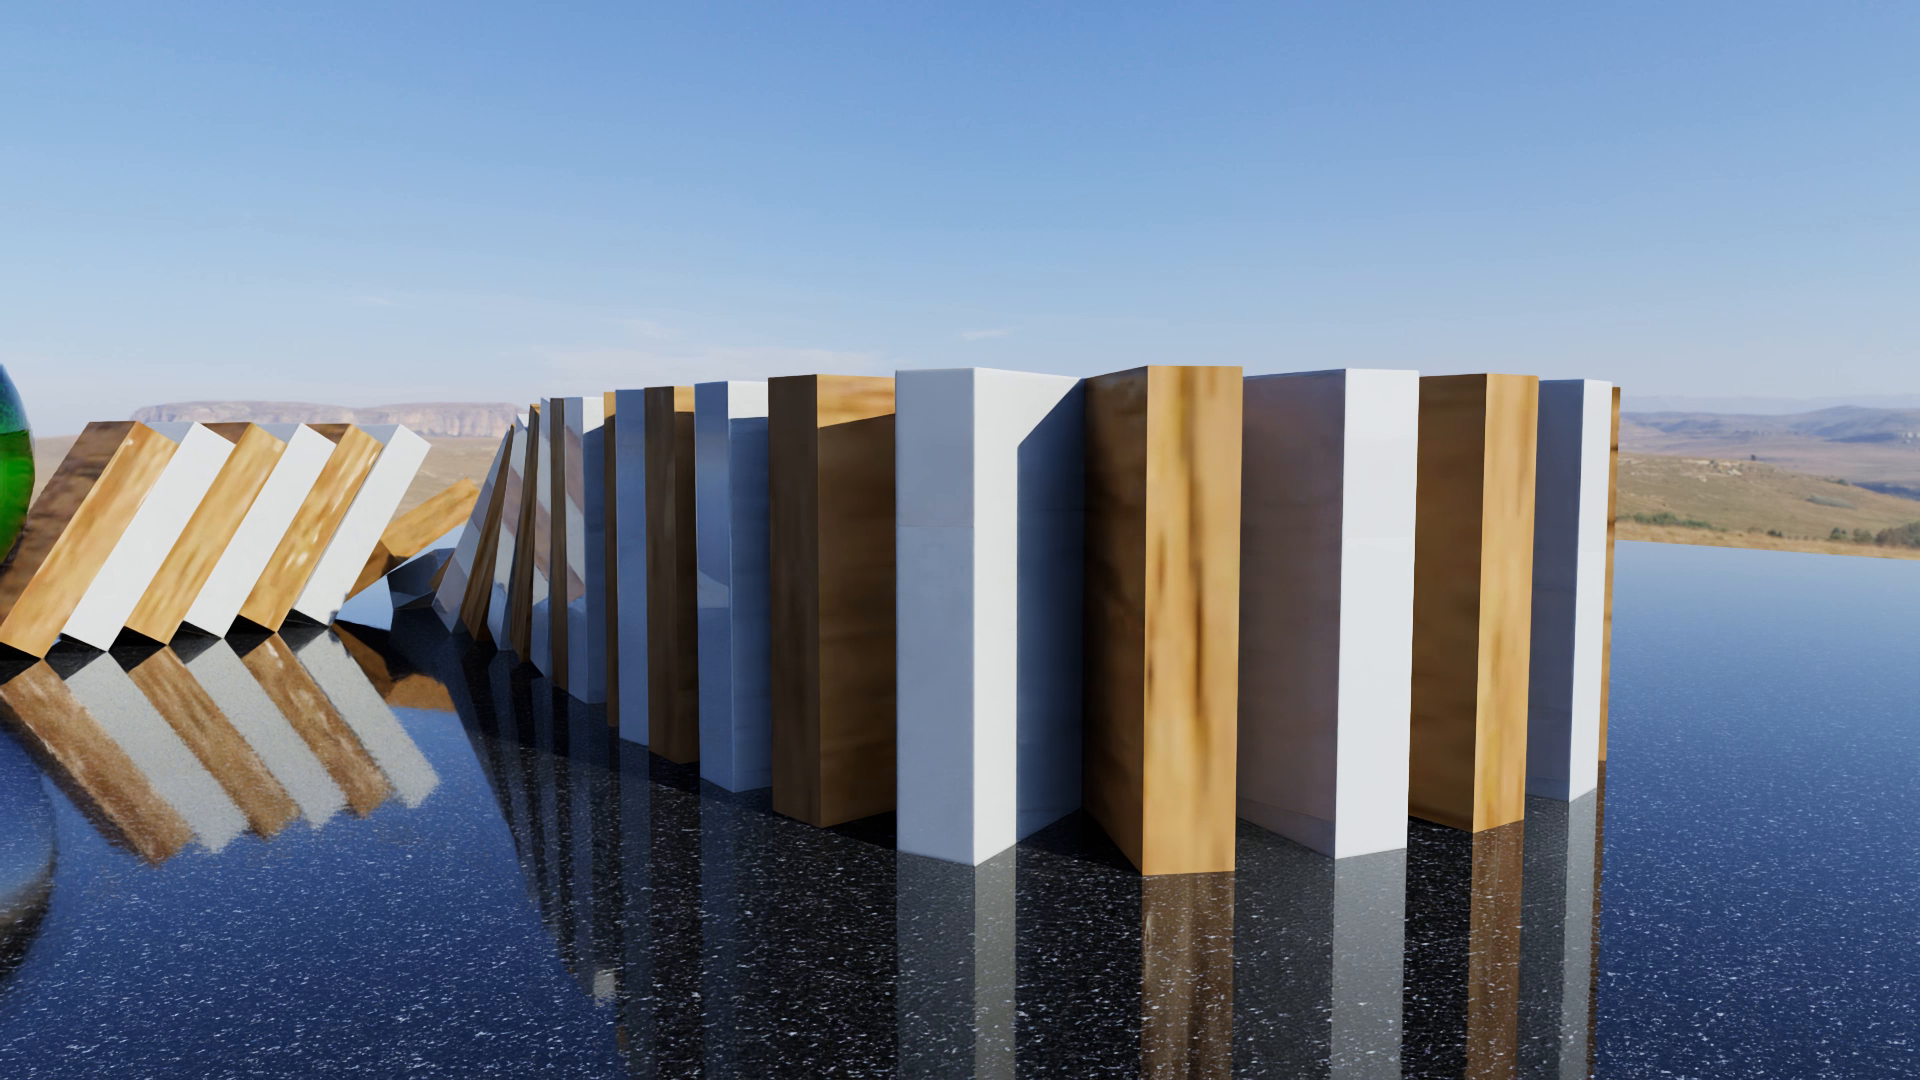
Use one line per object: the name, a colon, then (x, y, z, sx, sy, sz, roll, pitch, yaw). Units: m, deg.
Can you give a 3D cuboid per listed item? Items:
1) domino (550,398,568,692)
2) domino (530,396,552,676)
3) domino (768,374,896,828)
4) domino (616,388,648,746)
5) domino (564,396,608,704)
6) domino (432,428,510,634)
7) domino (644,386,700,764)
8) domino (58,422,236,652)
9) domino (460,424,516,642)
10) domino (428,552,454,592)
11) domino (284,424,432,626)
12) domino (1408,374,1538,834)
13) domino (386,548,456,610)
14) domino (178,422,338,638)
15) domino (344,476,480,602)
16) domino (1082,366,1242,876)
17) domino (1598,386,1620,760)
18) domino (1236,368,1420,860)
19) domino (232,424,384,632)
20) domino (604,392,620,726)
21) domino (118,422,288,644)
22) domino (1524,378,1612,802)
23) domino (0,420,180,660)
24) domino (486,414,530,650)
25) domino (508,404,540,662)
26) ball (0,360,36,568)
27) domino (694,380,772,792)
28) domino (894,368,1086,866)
domino: (-0.058, 0.000, 0.227, 0.025, 0.050, 0.009, -3, 7, -34)
domino: (-0.065, -0.001, 0.239, 0.025, 0.050, 0.009, -3, 17, -34)
domino: (-0.009, 0.006, 0.152, 0.025, 0.050, 0.010, -4, 6, -42)
domino: (-0.037, 0.003, 0.189, 0.010, 0.050, 0.025, 5, 6, 42)
domino: (-0.053, 0.001, 0.219, 0.025, 0.050, 0.010, -3, 7, -34)
domino: (-0.097, -0.002, 0.289, 0.009, 0.050, 0.025, 45, 27, 25)
domino: (-0.030, 0.004, 0.180, 0.025, 0.050, 0.010, -3, 6, -37)
domino: (-0.179, -0.002, 0.276, 0.025, 0.050, 0.010, 3, -27, 37)
domino: (-0.088, -0.001, 0.276, 0.025, 0.050, 0.010, -4, 40, -44)
domino: (-0.102, -0.003, 0.309, 0.010, 0.050, 0.025, 48, 14, 18)
domino: (-0.151, -0.004, 0.311, 0.025, 0.050, 0.009, 3, -27, 36)
domino: (0.053, 0.006, 0.152, 0.009, 0.050, 0.025, -3, 5, -34)
domino: (-0.122, 0.009, 0.342, 0.025, 0.010, 0.050, -19, -8, 37)
domino: (-0.166, -0.003, 0.294, 0.025, 0.050, 0.010, 3, -27, 37)
domino: (-0.147, 0.000, 0.337, 0.025, 0.009, 0.050, -31, 13, 14)
domino: (0.021, 0.007, 0.138, 0.010, 0.050, 0.025, -1, 4, -8)
domino: (0.075, 0.004, 0.178, 0.025, 0.050, 0.010, 1, 4, 10)
domino: (0.038, 0.007, 0.143, 0.009, 0.050, 0.025, -2, 5, -24)
domino: (-0.159, -0.004, 0.303, 0.025, 0.050, 0.010, 3, -27, 37)
domino: (-0.046, 0.002, 0.203, 0.010, 0.050, 0.025, 1, 5, 10)
domino: (-0.172, -0.002, 0.285, 0.025, 0.050, 0.010, 3, -27, 37)
domino: (0.067, 0.005, 0.163, 0.025, 0.050, 0.010, 4, 6, 44)
domino: (-0.186, -0.001, 0.267, 0.025, 0.050, 0.010, 3, -27, 37)
domino: (-0.080, -0.001, 0.263, 0.025, 0.050, 0.009, -3, 34, -36)
domino: (-0.072, -0.001, 0.251, 0.025, 0.050, 0.010, -3, 27, -34)
ball: (-0.220, -0.015, 0.237, 0.080, 0.080, 0.080, 0, 4, 0)
domino: (-0.020, 0.005, 0.166, 0.025, 0.050, 0.010, -3, 5, -36)
domino: (0.004, 0.007, 0.141, 0.010, 0.050, 0.025, 3, 5, 31)
